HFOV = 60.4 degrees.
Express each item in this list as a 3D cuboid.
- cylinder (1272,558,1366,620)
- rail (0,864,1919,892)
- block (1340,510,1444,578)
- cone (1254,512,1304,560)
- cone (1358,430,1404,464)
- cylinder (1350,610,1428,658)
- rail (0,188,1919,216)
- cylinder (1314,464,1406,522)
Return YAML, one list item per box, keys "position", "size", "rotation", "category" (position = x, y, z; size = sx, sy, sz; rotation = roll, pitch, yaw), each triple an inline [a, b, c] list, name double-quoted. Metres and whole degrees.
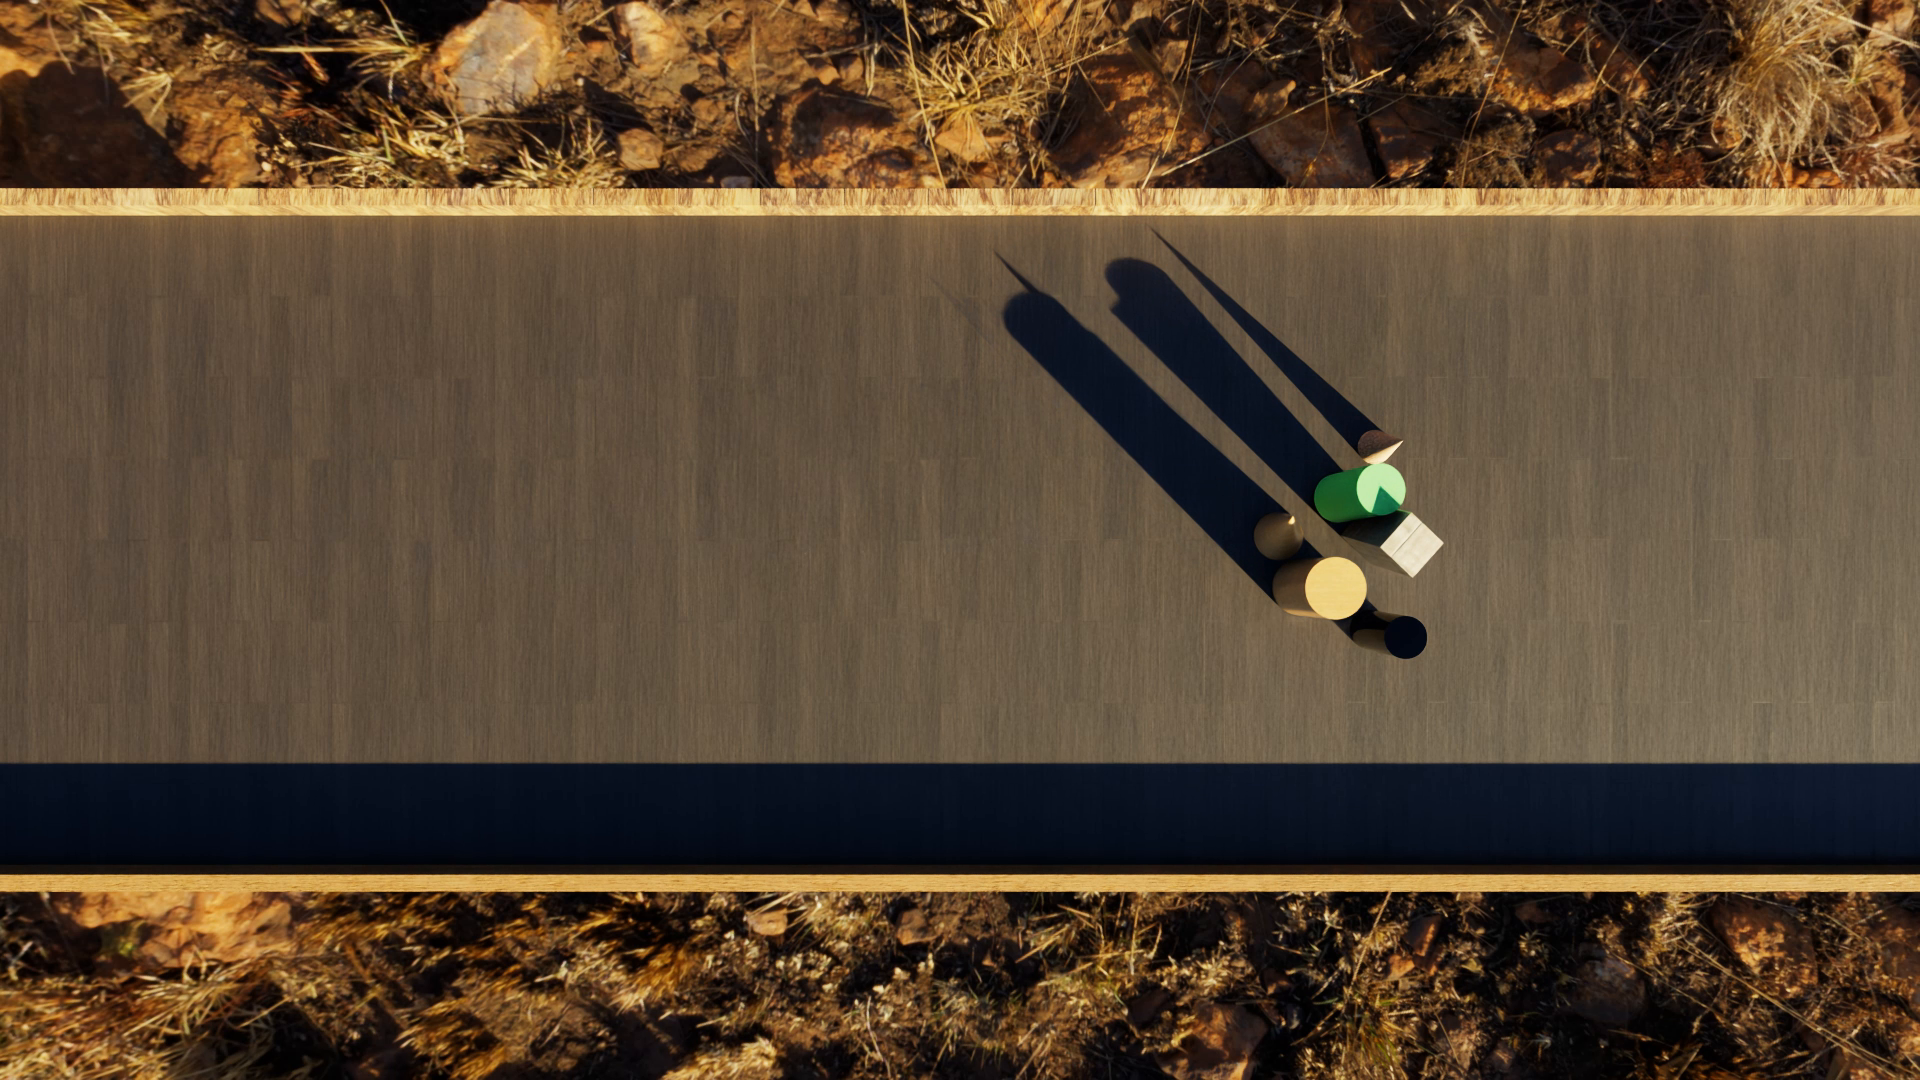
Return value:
- position: [1.058, 0.141, 4.879]
  size: [0.177, 0.386, 0.177]
  rotation: [0, 89, -3]
  category: "cylinder"
- position: [-2.247, 1.025, 5.001]
  size: [12.000, 0.150, 0.050]
  rotation: [0, 90, 0]
  category: "rail"
- position: [1.279, -0.003, 4.903]
  size: [0.134, 0.331, 0.134]
  rotation: [42, 90, -9]
  category: "block"
- position: [0.961, -0.040, 4.870]
  size: [0.151, 0.393, 0.151]
  rotation: [-1, 82, 5]
  category: "cone"
- position: [1.276, -0.286, 4.910]
  size: [0.105, 0.332, 0.105]
  rotation: [0, 90, 0]
  category: "cone"
- position: [1.261, 0.276, 4.870]
  size: [0.122, 0.412, 0.122]
  rotation: [0, 90, 0]
  category: "cylinder"
- position: [-2.247, -1.025, 5.002]
  size: [12.000, 0.150, 0.050]
  rotation: [0, 90, 0]
  category: "rail"
- position: [1.187, -0.137, 4.914]
  size: [0.151, 0.300, 0.151]
  rotation: [1, 86, -12]
  category: "cylinder"
